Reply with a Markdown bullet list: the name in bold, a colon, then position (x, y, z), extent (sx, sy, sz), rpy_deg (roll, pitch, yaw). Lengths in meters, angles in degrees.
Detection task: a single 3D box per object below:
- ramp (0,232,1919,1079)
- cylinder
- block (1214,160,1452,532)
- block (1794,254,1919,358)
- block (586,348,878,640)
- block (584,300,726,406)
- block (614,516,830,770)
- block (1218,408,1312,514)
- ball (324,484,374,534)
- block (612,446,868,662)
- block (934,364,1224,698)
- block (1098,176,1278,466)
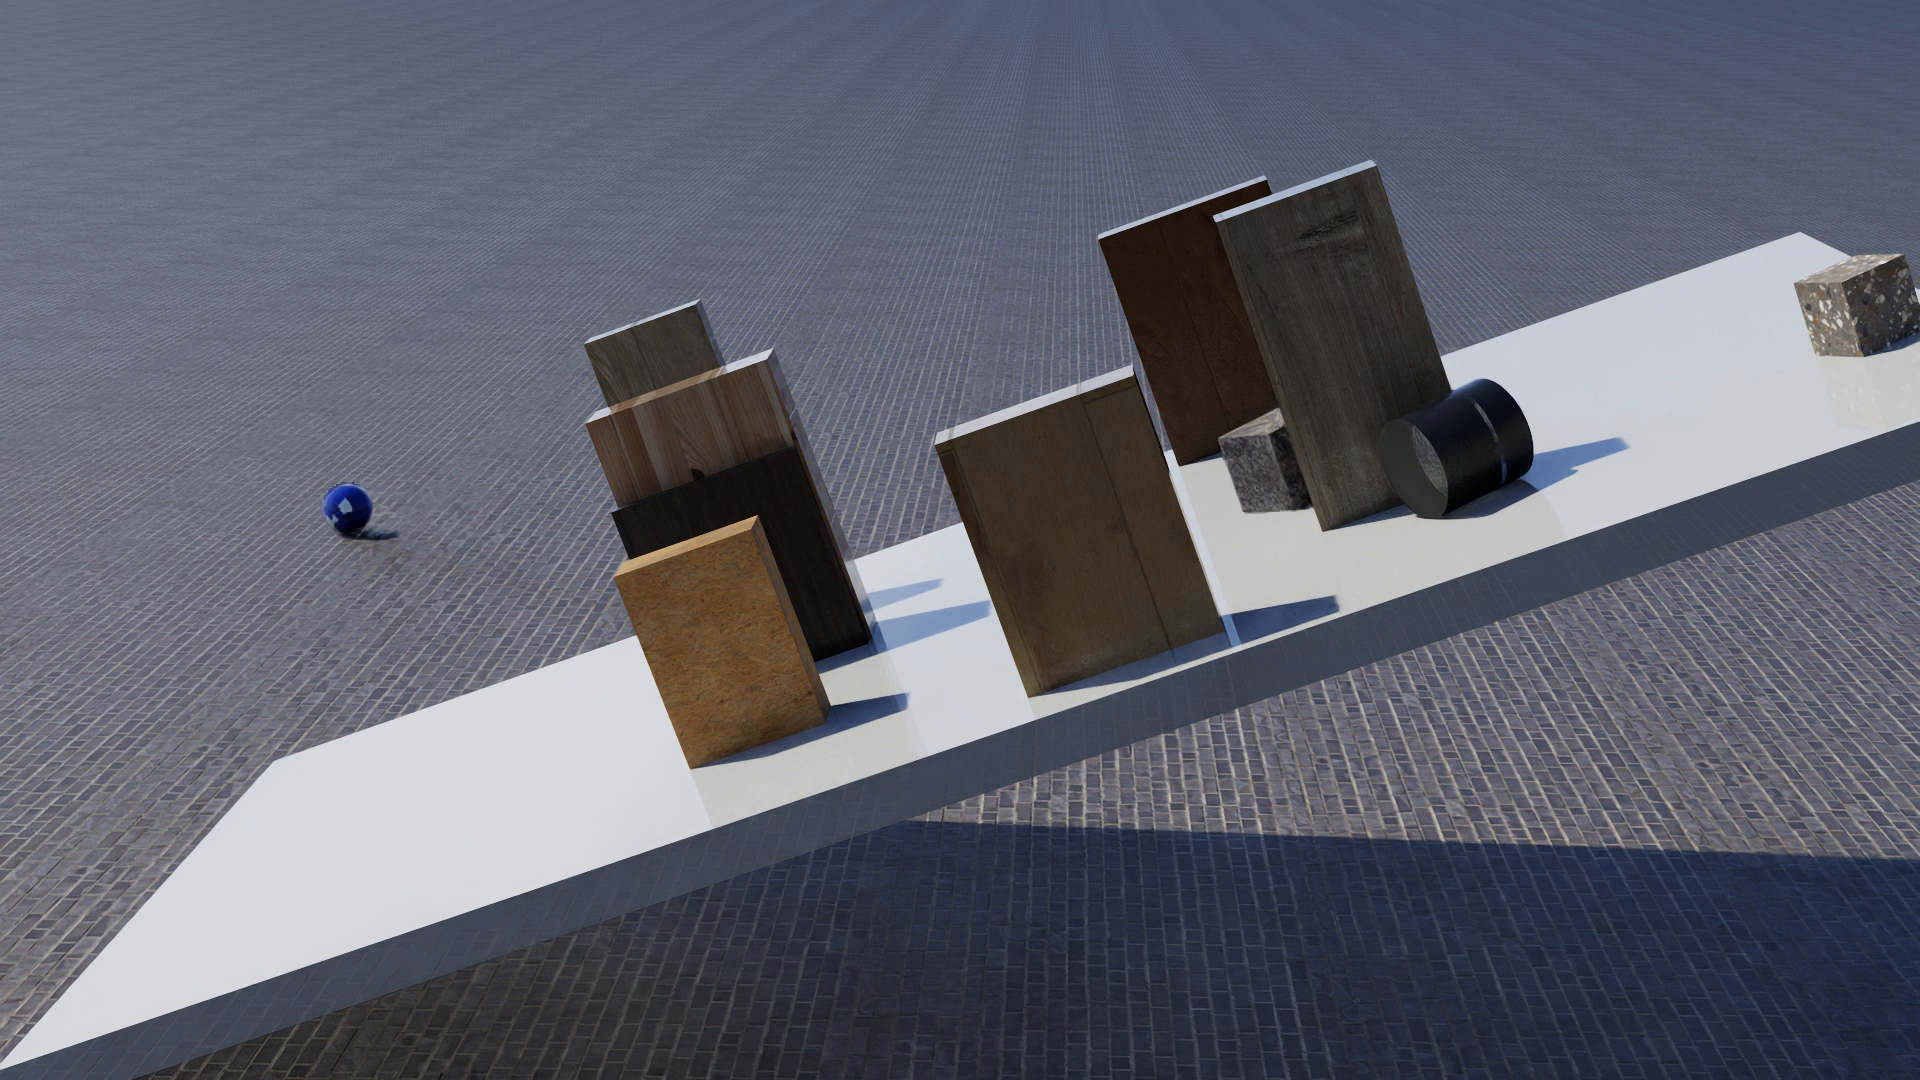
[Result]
- **ramp**: position (0.113, 0.178, 6.299), extent (4.000, 0.100, 2.000), rpy_deg (-19, 11, 6)
- **cylinder**: position (0.961, -0.177, 5.695), extent (0.210, 0.210, 0.210), rpy_deg (-25, 22, -21)
- **block**: position (0.770, -0.385, 5.859), extent (0.330, 0.659, 0.117), rpy_deg (-19, 11, 6)
- **block**: position (1.764, -0.460, 5.766), extent (0.154, 0.154, 0.154), rpy_deg (-24, 12, -16)
- **block**: position (-0.495, -0.034, 6.433), extent (0.419, 0.652, 0.149), rpy_deg (-19, 11, 6)
- **block**: position (-0.602, -0.150, 6.862), extent (0.277, 0.771, 0.090), rpy_deg (-19, 11, 6)
- **block**: position (-0.471, 0.204, 5.865), extent (0.290, 0.418, 0.128), rpy_deg (-19, 11, 6)
- **block**: position (0.691, -0.171, 6.233), extent (0.174, 0.174, 0.174), rpy_deg (-27, 13, -29)
- **ball**: position (-2.184, -0.111, 10.502), extent (0.174, 0.174, 0.174), rpy_deg (0, 13, 0)
- **block**: position (-0.473, 0.072, 6.393), extent (0.421, 0.457, 0.101), rpy_deg (-19, 11, 6)
- **block**: position (0.223, -0.016, 5.456), extent (0.385, 0.508, 0.122), rpy_deg (-19, 11, 6)
- **block**: position (0.618, -0.516, 6.960), extent (0.415, 0.576, 0.094), rpy_deg (-19, 11, 6)
